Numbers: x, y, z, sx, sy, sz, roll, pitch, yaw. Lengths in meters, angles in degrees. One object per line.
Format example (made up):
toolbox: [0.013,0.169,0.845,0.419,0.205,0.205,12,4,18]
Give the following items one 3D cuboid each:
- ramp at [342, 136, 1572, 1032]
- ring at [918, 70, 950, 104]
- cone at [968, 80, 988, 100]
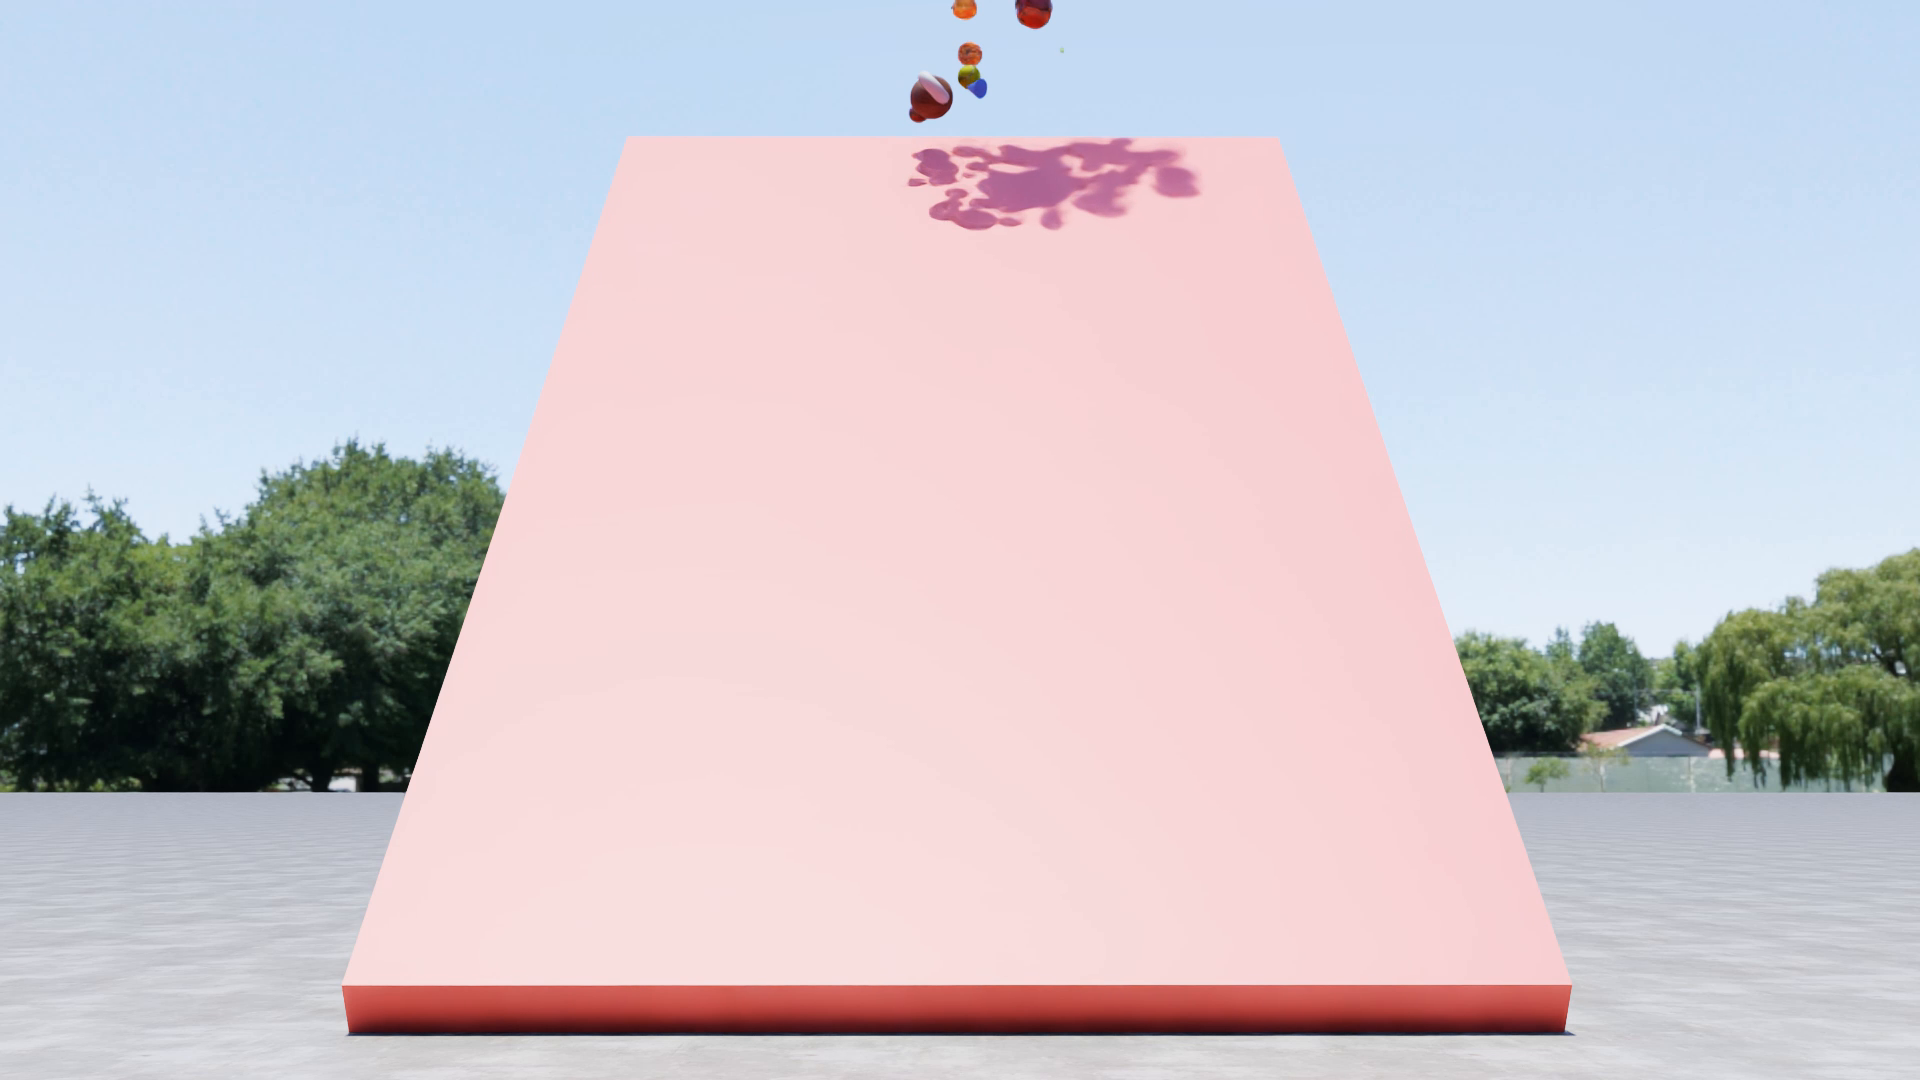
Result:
ramp: [-0.013,-0.214,5.678,2.000,0.100,4.000,0,29,0]
ring: [-0.076,-1.298,6.894,0.039,0.116,0.116,-43,-13,6]
cone: [0.039,-1.310,6.967,0.057,0.057,0.057,21,8,36]
